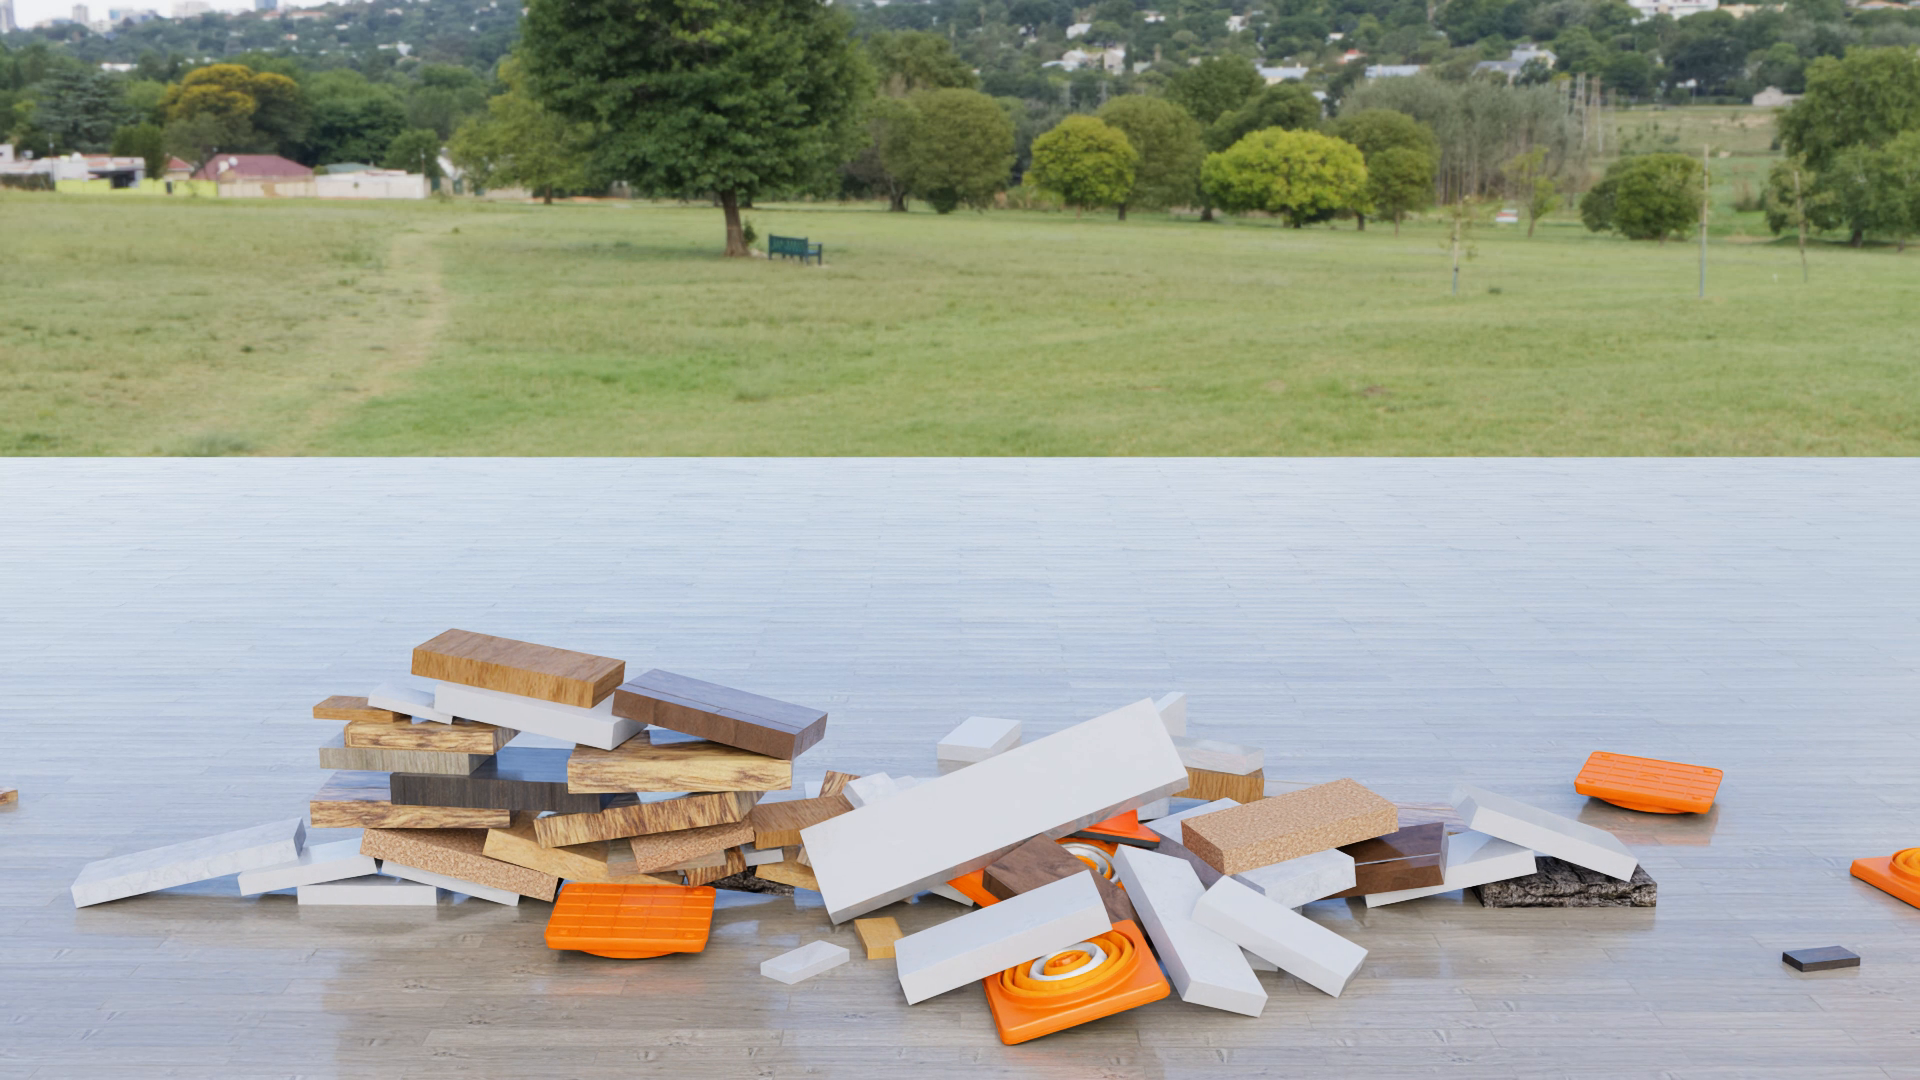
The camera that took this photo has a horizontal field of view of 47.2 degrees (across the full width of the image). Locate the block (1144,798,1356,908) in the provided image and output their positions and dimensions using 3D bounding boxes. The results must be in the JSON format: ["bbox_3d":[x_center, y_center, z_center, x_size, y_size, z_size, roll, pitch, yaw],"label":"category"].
[{"bbox_3d":[0.474,0.520,3.642,0.172,0.049,0.362,-14,16,-25],"label":"block"}]

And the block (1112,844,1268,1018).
[{"bbox_3d":[0.340,0.583,3.318,0.123,0.035,0.403,16,17,-17],"label":"block"}]

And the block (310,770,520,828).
[{"bbox_3d":[-0.891,0.428,3.641,0.322,0.046,0.161,0,12,0],"label":"block"}]

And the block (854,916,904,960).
[{"bbox_3d":[-0.124,0.623,3.444,0.063,0.018,0.127,-2,11,-12],"label":"block"}]

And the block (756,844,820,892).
[{"bbox_3d":[-0.248,0.548,3.664,0.175,0.025,0.087,14,23,-2],"label":"block"}]

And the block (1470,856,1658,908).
[{"bbox_3d":[0.999,0.570,3.669,0.283,0.040,0.141,0,11,-1],"label":"block"}]

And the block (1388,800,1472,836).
[{"bbox_3d":[0.767,0.516,3.935,0.345,0.049,0.172,1,11,7],"label":"block"}]

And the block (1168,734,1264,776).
[{"bbox_3d":[0.431,0.395,4.096,0.246,0.035,0.123,7,4,23],"label":"block"}]

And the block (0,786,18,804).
[{"bbox_3d":[-1.858,0.492,4.144,0.070,0.020,0.140,6,12,29],"label":"block"}]

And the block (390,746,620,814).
[{"bbox_3d":[-0.731,0.388,3.594,0.347,0.049,0.174,1,12,8],"label":"block"}]

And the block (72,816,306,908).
[{"bbox_3d":[-1.286,0.538,3.681,0.359,0.036,0.126,-12,12,-8],"label":"block"}]

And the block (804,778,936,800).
[{"bbox_3d":[-0.090,0.485,4.132,0.398,0.037,0.132,-1,11,-6],"label":"block"}]

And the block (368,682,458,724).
[{"bbox_3d":[-0.886,0.266,3.590,0.140,0.020,0.070,13,13,2],"label":"block"}]

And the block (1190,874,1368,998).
[{"bbox_3d":[0.482,0.595,3.314,0.246,0.035,0.123,26,20,19],"label":"block"}]

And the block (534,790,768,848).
[{"bbox_3d":[-0.498,0.427,3.582,0.347,0.049,0.174,-10,10,15],"label":"block"}]

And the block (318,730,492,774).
[{"bbox_3d":[-0.904,0.343,3.605,0.252,0.036,0.126,1,12,8],"label":"block"}]

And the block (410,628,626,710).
[{"bbox_3d":[-0.724,0.210,3.617,0.309,0.044,0.154,10,12,9],"label":"block"}]

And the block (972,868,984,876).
[{"bbox_3d":[-0.040,0.513,3.720,0.233,0.033,0.117,21,1,3],"label":"block"}]

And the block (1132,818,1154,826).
[{"bbox_3d":[0.324,0.508,4.058,0.070,0.020,0.140,1,11,8],"label":"block"}]

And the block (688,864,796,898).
[{"bbox_3d":[-0.363,0.550,3.671,0.175,0.025,0.087,8,28,-9],"label":"block"}]

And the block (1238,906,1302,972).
[{"bbox_3d":[0.455,0.608,3.469,0.132,0.037,0.265,3,11,16],"label":"block"}]

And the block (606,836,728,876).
[{"bbox_3d":[-0.472,0.498,3.577,0.191,0.027,0.095,-6,29,3],"label":"block"}]

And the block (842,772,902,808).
[{"bbox_3d":[-0.099,0.472,3.632,0.087,0.025,0.210,-10,48,-46],"label":"block"}]

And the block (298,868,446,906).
[{"bbox_3d":[-0.974,0.573,3.669,0.229,0.032,0.114,0,11,1],"label":"block"}]

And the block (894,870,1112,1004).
[{"bbox_3d":[0.061,0.588,3.266,0.315,0.045,0.158,-20,10,-1],"label":"block"}]

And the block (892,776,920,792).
[{"bbox_3d":[-0.077,0.496,3.967,0.117,0.033,0.233,-12,24,-32],"label":"block"}]

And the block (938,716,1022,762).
[{"bbox_3d":[0.042,0.412,4.544,0.111,0.031,0.222,3,11,18],"label":"block"}]

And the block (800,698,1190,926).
[{"bbox_3d":[0.056,0.436,3.561,0.614,0.045,0.158,-20,56,-5],"label":"block"}]

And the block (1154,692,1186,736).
[{"bbox_3d":[0.408,0.387,4.456,0.031,0.111,0.222,5,11,24],"label":"block"}]

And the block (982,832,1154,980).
[{"bbox_3d":[0.175,0.563,3.401,0.132,0.037,0.265,-26,44,-37],"label":"block"}]

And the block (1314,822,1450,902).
[{"bbox_3d":[0.664,0.532,3.619,0.267,0.038,0.134,-11,20,21],"label":"block"}]

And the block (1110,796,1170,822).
[{"bbox_3d":[0.239,0.468,4.055,0.267,0.038,0.134,10,6,43],"label":"block"}]

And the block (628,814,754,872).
[{"bbox_3d":[-0.436,0.474,3.555,0.191,0.027,0.095,-14,30,-12],"label":"block"}]

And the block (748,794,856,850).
[{"bbox_3d":[-0.258,0.465,3.640,0.202,0.029,0.101,-4,20,-24],"label":"block"}]

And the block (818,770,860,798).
[{"bbox_3d":[-0.228,0.479,4.037,0.063,0.018,0.127,9,40,6],"label":"block"}]

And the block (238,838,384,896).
[{"bbox_3d":[-1.069,0.539,3.659,0.229,0.032,0.114,-10,10,2],"label":"block"}]

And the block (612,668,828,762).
[{"bbox_3d":[-0.385,0.279,3.538,0.309,0.044,0.154,13,12,14],"label":"block"}]

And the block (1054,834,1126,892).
[{"bbox_3d":[0.192,0.541,3.736,0.233,0.033,0.117,18,19,31],"label":"block"}]

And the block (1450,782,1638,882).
[{"bbox_3d":[0.969,0.484,3.660,0.283,0.040,0.141,19,9,-4],"label":"block"}]

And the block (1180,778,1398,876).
[{"bbox_3d":[0.541,0.470,3.616,0.315,0.045,0.158,-12,15,-17],"label":"block"}]

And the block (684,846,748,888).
[{"bbox_3d":[-0.429,0.489,3.638,0.095,0.027,0.223,-16,30,-14],"label":"block"}]

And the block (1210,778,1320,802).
[{"bbox_3d":[0.590,0.484,4.156,0.222,0.031,0.111,3,11,15],"label":"block"}]

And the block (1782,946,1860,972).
[{"bbox_3d":[1.316,0.640,3.360,0.101,0.014,0.050,-3,11,-15],"label":"block"}]

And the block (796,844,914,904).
[{"bbox_3d":[-0.170,0.535,3.652,0.202,0.029,0.101,21,16,-7],"label":"block"}]

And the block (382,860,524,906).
[{"bbox_3d":[-0.833,0.547,3.662,0.229,0.032,0.114,15,12,-1],"label":"block"}]

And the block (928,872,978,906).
[{"bbox_3d":[-0.072,0.542,3.641,0.203,0.029,0.101,21,9,-8],"label":"block"}]

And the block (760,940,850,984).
[{"bbox_3d":[-0.235,0.641,3.343,0.063,0.018,0.127,9,14,40],"label":"block"}]

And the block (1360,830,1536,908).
[{"bbox_3d":[0.800,0.541,3.665,0.283,0.040,0.141,-12,11,1],"label":"block"}]

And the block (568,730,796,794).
[{"bbox_3d":[-0.441,0.352,3.522,0.347,0.049,0.174,-1,12,-2],"label":"block"}]

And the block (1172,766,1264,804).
[{"bbox_3d":[0.385,0.435,4.073,0.345,0.049,0.172,5,4,5],"label":"block"}]

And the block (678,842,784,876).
[{"bbox_3d":[-0.380,0.508,3.646,0.175,0.025,0.087,-8,29,0],"label":"block"}]

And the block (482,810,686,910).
[{"bbox_3d":[-0.615,0.519,3.654,0.322,0.046,0.161,17,12,-3],"label":"block"}]

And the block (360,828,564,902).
[{"bbox_3d":[-0.814,0.512,3.655,0.322,0.046,0.161,15,12,-3],"label":"block"}]

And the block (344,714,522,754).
[{"bbox_3d":[-0.860,0.309,3.593,0.252,0.036,0.126,2,12,9],"label":"block"}]

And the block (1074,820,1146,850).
[{"bbox_3d":[0.278,0.535,3.859,0.134,0.038,0.267,-10,15,-44],"label":"block"}]

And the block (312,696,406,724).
[{"bbox_3d":[-0.981,0.278,3.611,0.140,0.020,0.070,2,12,11],"label":"block"}]

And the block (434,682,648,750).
[{"bbox_3d":[-0.678,0.270,3.576,0.309,0.044,0.154,11,12,13],"label":"block"}]
